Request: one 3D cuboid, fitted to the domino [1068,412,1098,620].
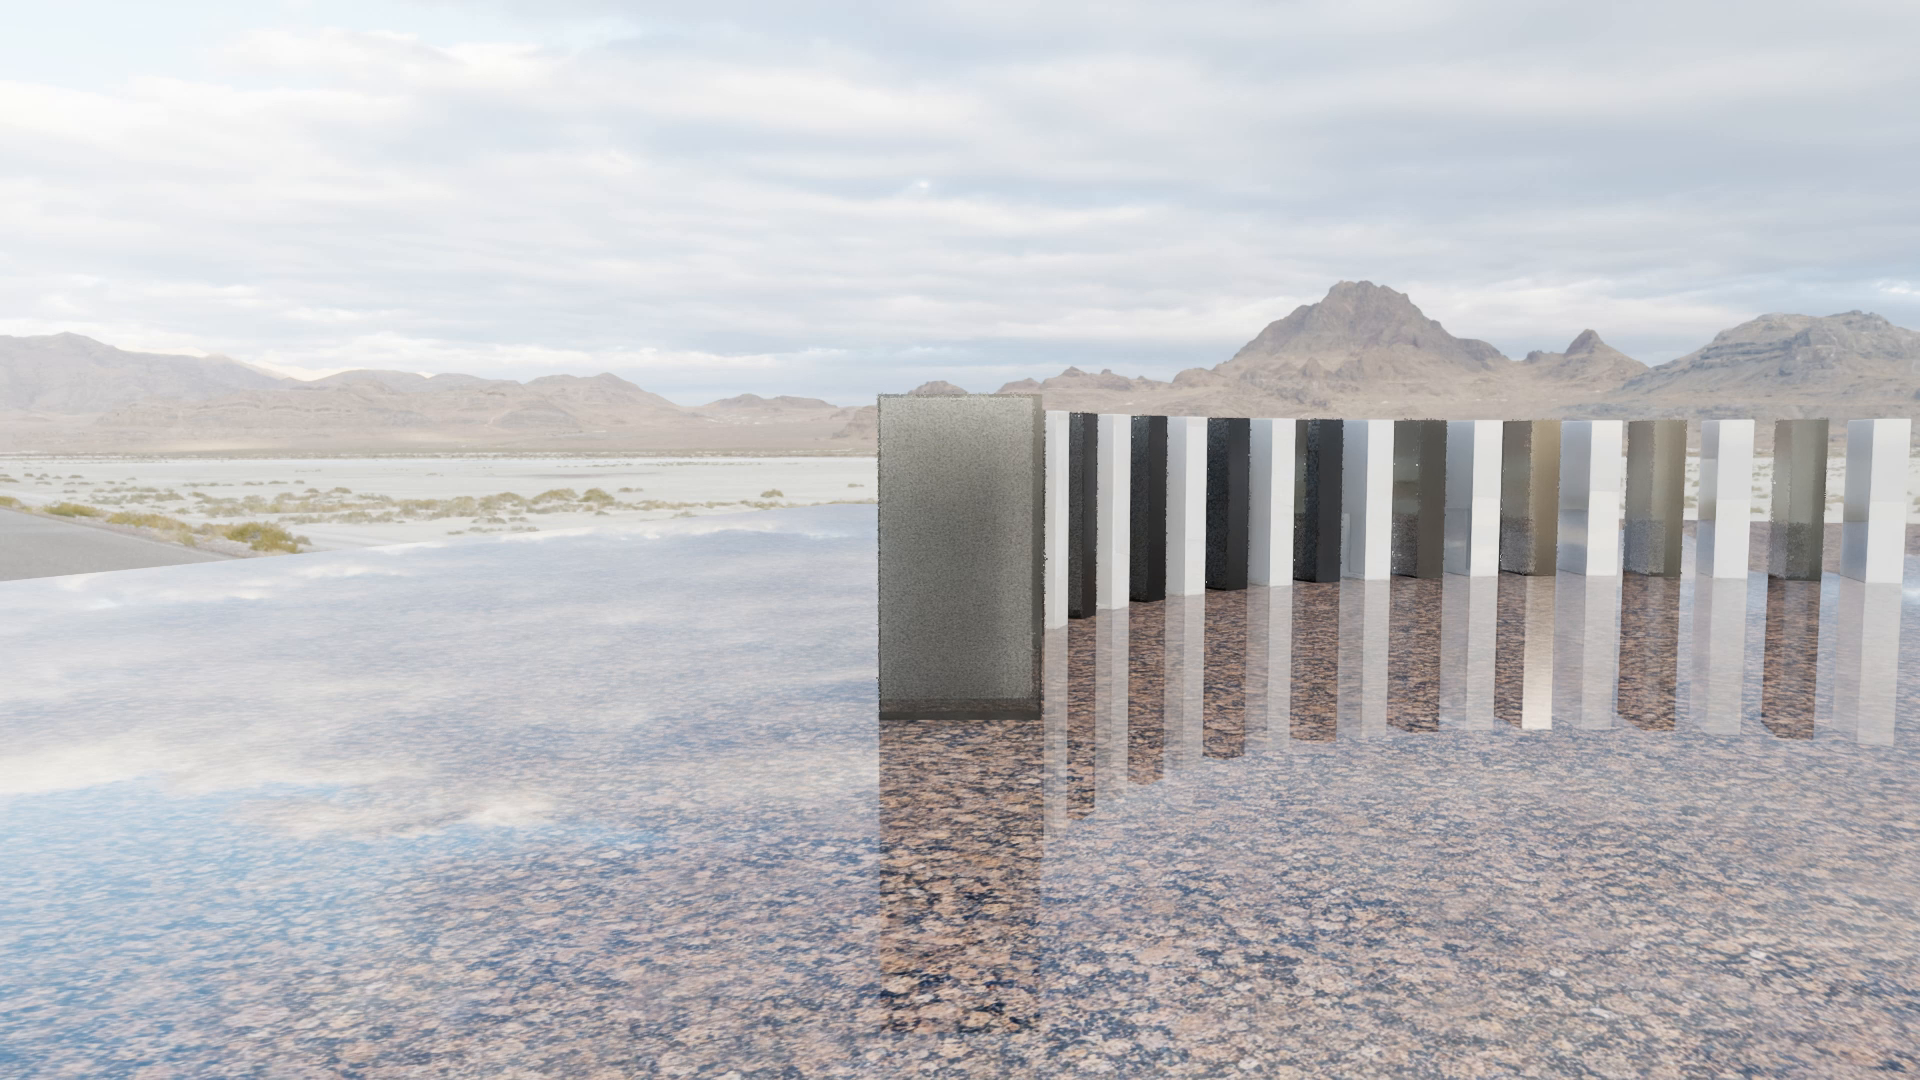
[{"bbox_3d":[0.021,-0.006,0.320,0.025,0.050,0.010,2,5,28],"label":"domino"}]

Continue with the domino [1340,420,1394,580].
[{"bbox_3d":[0.127,-0.013,0.412,0.009,0.050,0.025,-2,5,-20],"label":"domino"}]

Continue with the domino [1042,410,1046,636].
[{"bbox_3d":[0.005,-0.004,0.282,0.025,0.050,0.009,1,4,16],"label":"domino"}]

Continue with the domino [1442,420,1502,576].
[{"bbox_3d":[0.166,-0.014,0.422,0.009,0.050,0.025,-1,4,-8],"label":"domino"}]

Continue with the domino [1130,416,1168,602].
[{"bbox_3d":[0.044,-0.009,0.354,0.025,0.050,0.010,4,6,40],"label":"domino"}]

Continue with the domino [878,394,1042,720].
[{"bbox_3d":[0.000,0.002,0.201,0.025,0.050,0.010,0,4,0],"label":"domino"}]

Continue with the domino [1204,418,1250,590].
[{"bbox_3d":[0.073,-0.011,0.382,0.010,0.050,0.025,-3,5,-38],"label":"domino"}]

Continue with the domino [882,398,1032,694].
[{"bbox_3d":[-0.001,0.001,0.221,0.025,0.050,0.010,0,4,-2],"label":"domino"}]

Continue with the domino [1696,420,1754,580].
[{"bbox_3d":[0.247,-0.014,0.415,0.010,0.050,0.025,1,5,18],"label":"domino"}]

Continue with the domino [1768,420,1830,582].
[{"bbox_3d":[0.267,-0.013,0.408,0.010,0.050,0.025,2,5,22],"label":"domino"}]

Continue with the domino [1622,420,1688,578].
[{"bbox_3d":[0.228,-0.014,0.421,0.010,0.050,0.025,1,4,10],"label":"domino"}]

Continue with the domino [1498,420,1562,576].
[{"bbox_3d":[0.187,-0.014,0.423,0.010,0.050,0.025,0,4,-2],"label":"domino"}]

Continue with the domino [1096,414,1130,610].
[{"bbox_3d":[0.031,-0.008,0.337,0.025,0.050,0.009,3,5,34],"label":"domino"}]

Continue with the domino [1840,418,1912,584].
[{"bbox_3d":[0.286,-0.013,0.401,0.010,0.050,0.025,2,5,19],"label":"domino"}]

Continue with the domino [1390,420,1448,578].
[{"bbox_3d":[0.146,-0.014,0.418,0.010,0.050,0.025,-1,4,-14],"label":"domino"}]

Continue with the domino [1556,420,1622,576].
[{"bbox_3d":[0.207,-0.014,0.423,0.010,0.050,0.025,0,4,4],"label":"domino"}]

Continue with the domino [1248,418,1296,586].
[{"bbox_3d":[0.090,-0.012,0.394,0.010,0.050,0.025,-3,5,-32],"label":"domino"}]

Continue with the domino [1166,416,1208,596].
[{"bbox_3d":[0.058,-0.010,0.369,0.009,0.050,0.025,-4,6,-44],"label":"domino"}]

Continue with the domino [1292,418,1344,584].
[{"bbox_3d":[0.108,-0.013,0.404,0.010,0.050,0.025,-2,5,-26],"label":"domino"}]

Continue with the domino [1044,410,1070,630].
[{"bbox_3d":[0.012,-0.005,0.301,0.025,0.050,0.009,2,5,22],"label":"domino"}]
